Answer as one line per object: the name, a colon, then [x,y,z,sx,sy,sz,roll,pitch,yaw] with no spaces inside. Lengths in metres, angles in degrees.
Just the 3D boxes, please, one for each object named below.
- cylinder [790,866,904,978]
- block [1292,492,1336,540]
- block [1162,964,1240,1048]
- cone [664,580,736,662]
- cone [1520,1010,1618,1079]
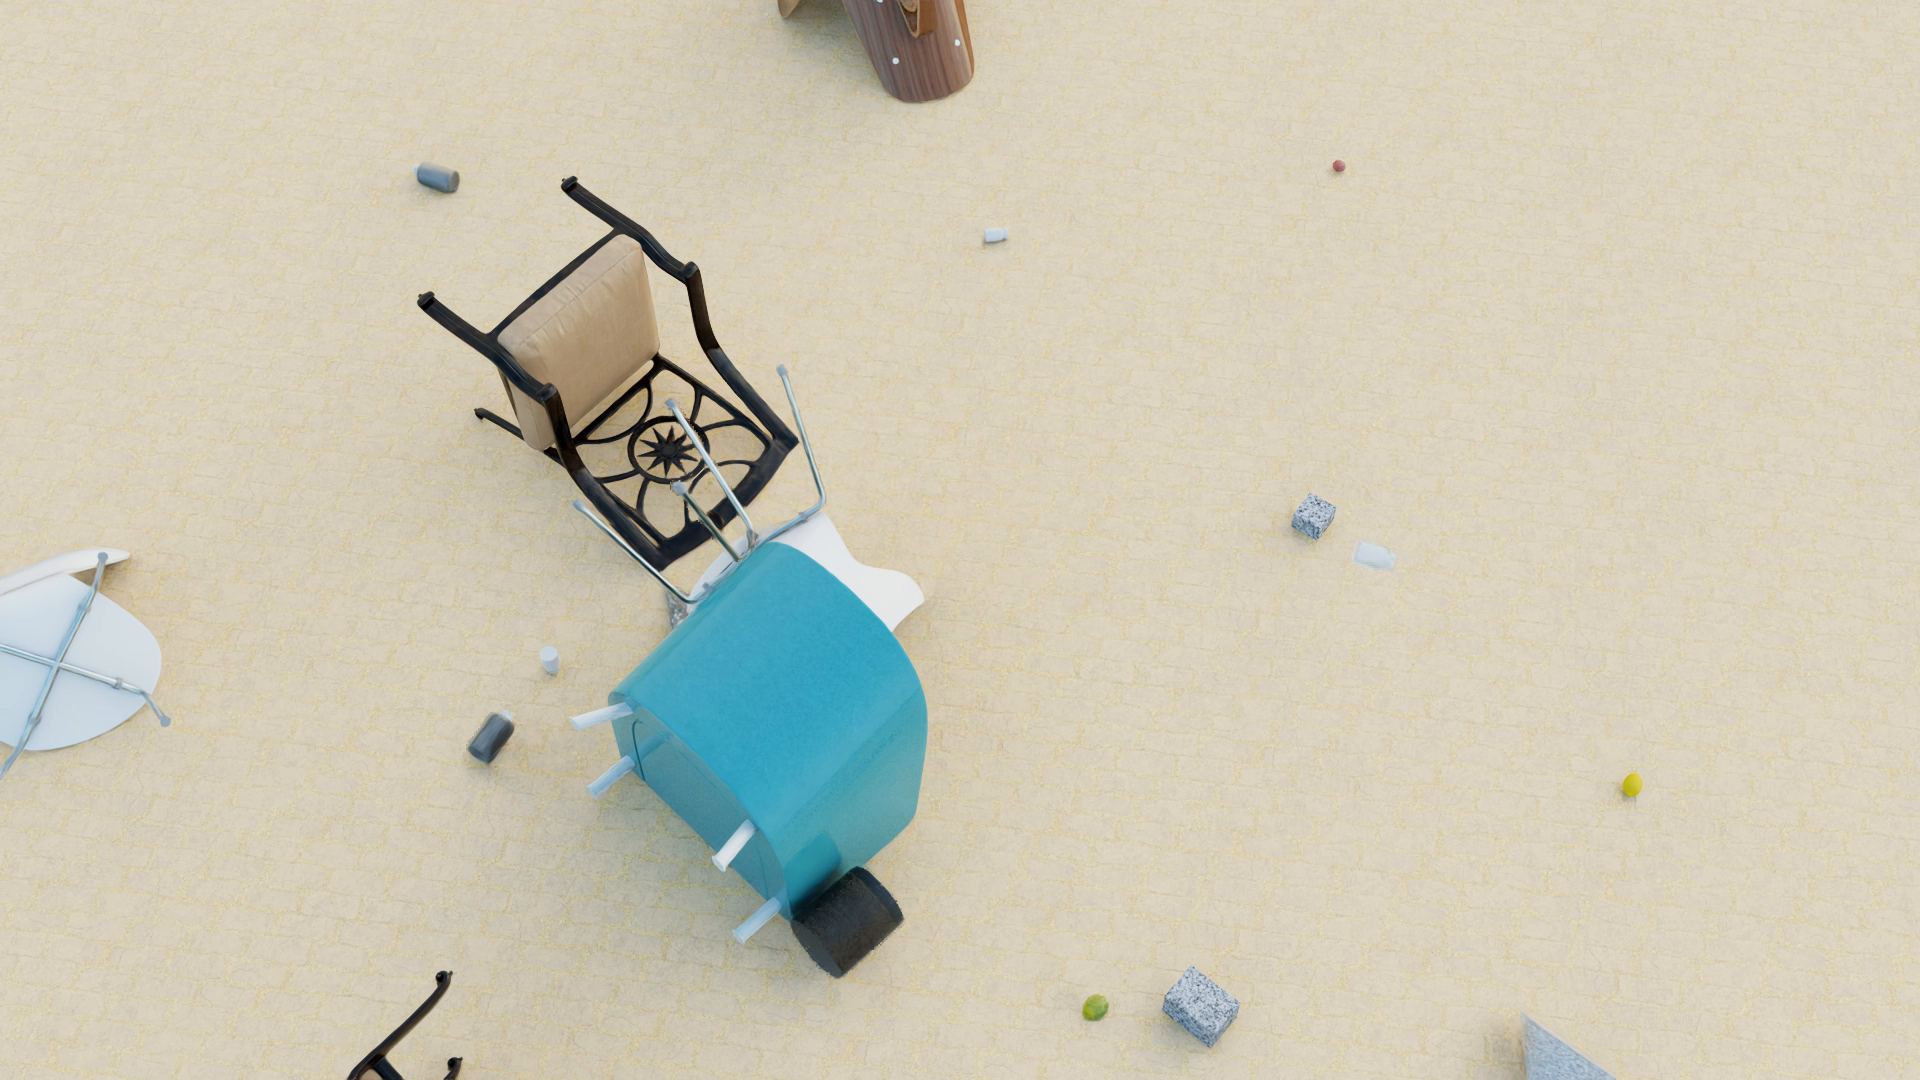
cylinder: [-0.297,1.004,5.784,0.223,0.192,0.201,-39,46,-23]
block: [1.059,-0.070,6.580,0.091,0.068,0.095,31,62,19]
block: [0.624,1.210,5.701,0.160,0.102,0.111,36,63,21]
cone: [-0.802,0.201,6.403,0.195,0.118,0.295,-30,50,-13]
cone: [1.503,1.366,5.605,0.299,0.197,0.187,35,91,19]
